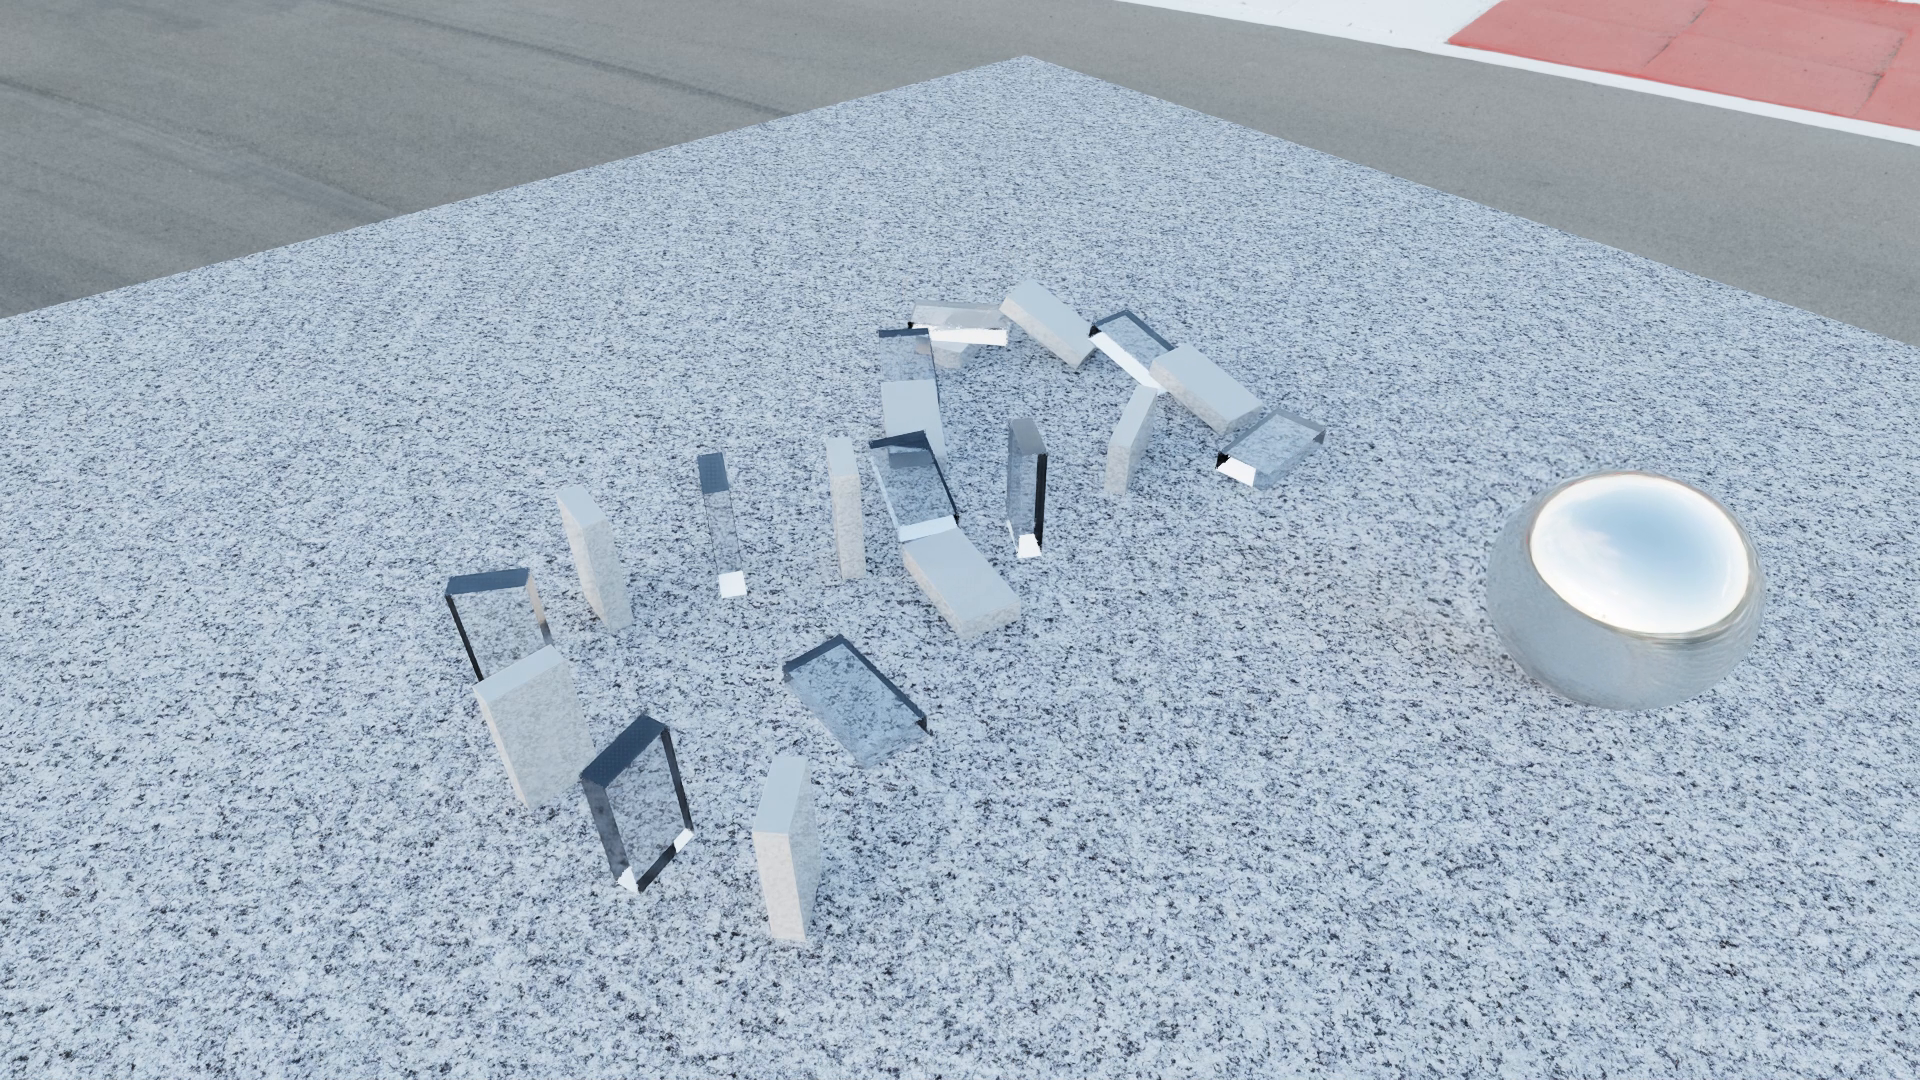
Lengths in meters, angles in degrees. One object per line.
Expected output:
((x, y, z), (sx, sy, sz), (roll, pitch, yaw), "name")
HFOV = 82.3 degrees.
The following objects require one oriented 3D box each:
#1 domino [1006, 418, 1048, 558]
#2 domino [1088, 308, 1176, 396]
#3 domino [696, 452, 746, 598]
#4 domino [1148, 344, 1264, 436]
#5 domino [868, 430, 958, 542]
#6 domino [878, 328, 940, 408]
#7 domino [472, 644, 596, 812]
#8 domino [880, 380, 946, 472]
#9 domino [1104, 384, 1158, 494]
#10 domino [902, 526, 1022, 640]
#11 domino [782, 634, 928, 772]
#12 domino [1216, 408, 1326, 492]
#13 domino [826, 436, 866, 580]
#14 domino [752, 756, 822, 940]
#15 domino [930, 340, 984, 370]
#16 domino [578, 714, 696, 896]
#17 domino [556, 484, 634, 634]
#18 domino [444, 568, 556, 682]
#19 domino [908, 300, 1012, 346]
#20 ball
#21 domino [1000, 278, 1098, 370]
((0.026, -0.020, 0.436), (0.010, 0.050, 0.025), (-6, 40, -8), "domino")
((0.091, -0.094, 0.550), (0.025, 0.010, 0.050), (-27, 59, -29), "domino")
((-0.090, -0.005, 0.418), (0.009, 0.050, 0.025), (-10, 40, -12), "domino")
((0.117, -0.072, 0.523), (0.025, 0.009, 0.050), (-27, 59, -29), "domino")
((-0.020, -0.023, 0.464), (0.025, 0.009, 0.050), (-13, 52, -12), "domino")
((-0.025, -0.083, 0.537), (0.025, 0.010, 0.050), (-5, 51, -6), "domino")
((-0.130, 0.059, 0.340), (0.025, 0.050, 0.009), (-32, 49, -33), "domino")
((-0.021, -0.052, 0.499), (0.025, 0.010, 0.050), (-5, 51, -6), "domino")
((0.076, -0.045, 0.486), (0.009, 0.025, 0.050), (14, 41, 16), "domino")
((0.000, 0.016, 0.424), (0.025, 0.010, 0.050), (-19, 43, -21), "domino")
((-0.036, 0.055, 0.377), (0.025, 0.010, 0.050), (-27, 47, -29), "domino")
((0.140, -0.041, 0.494), (0.025, 0.009, 0.050), (31, 48, 32), "domino")
((-0.044, -0.012, 0.426), (0.009, 0.050, 0.025), (-8, 40, -9), "domino")
((-0.047, 0.086, 0.306), (0.010, 0.050, 0.025), (3, 39, 4), "domino")
((0.000, -0.108, 0.575), (0.025, 0.009, 0.050), (17, 42, 19), "domino")
((-0.092, 0.077, 0.318), (0.009, 0.050, 0.025), (20, 43, 22), "domino")
((-0.133, 0.007, 0.403), (0.009, 0.050, 0.025), (-25, 46, -27), "domino")
((-0.153, 0.033, 0.372), (0.025, 0.050, 0.010), (-7, 40, -8), "domino")
((0.000, -0.112, 0.565), (0.050, 0.010, 0.025), (5, 40, 7), "domino")
((0.220, 0.016, 0.368), (0.080, 0.080, 0.080), (0, 39, 0), "ball")
((0.047, -0.111, 0.562), (0.050, 0.010, 0.025), (39, 48, 5), "domino")
